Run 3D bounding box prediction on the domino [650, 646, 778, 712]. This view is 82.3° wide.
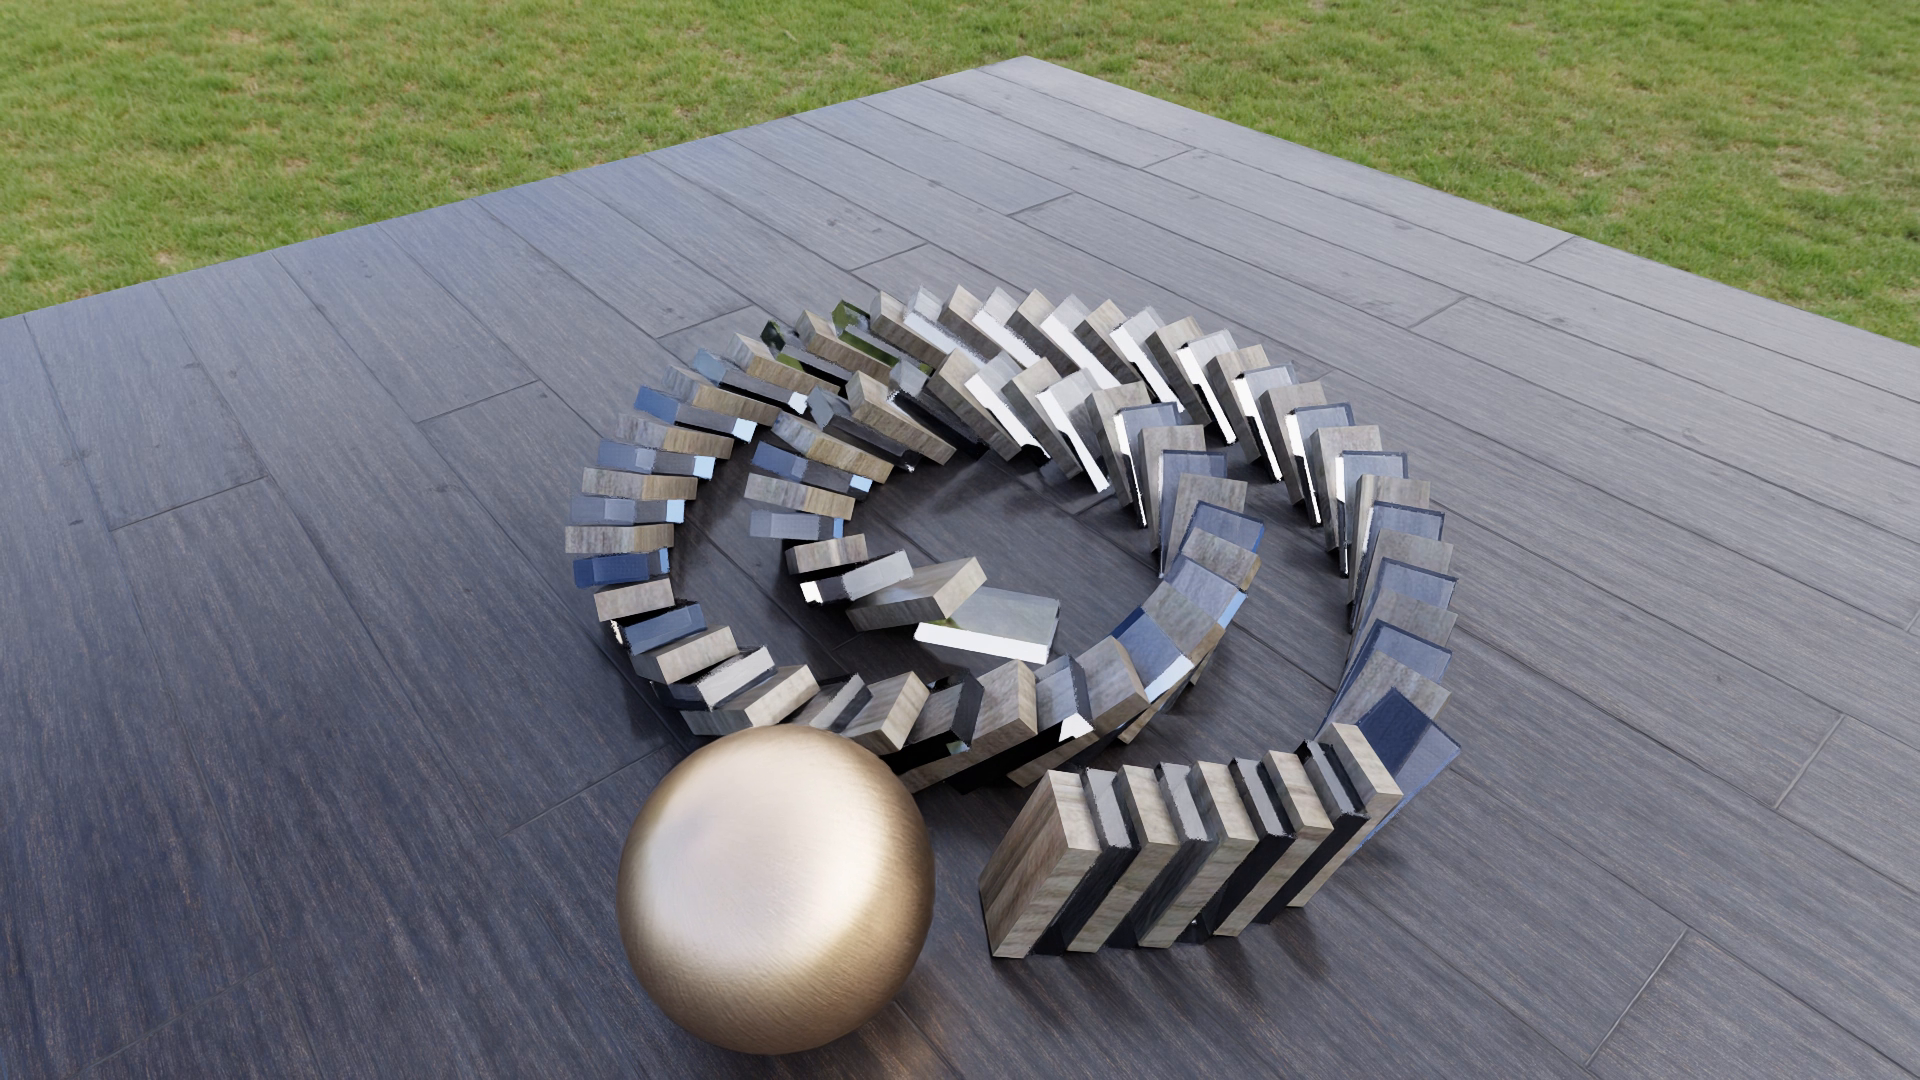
[{"bbox_3d":[-0.083,0.046,0.365,0.025,0.010,0.050,-30,11,-31],"label":"domino"}]

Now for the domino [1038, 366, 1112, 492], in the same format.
[{"bbox_3d":[0.058,-0.048,0.479,0.025,0.010,0.050,-30,87,-31],"label":"domino"}]

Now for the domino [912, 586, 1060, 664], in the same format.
[{"bbox_3d":[0.010,0.030,0.407,0.050,0.009,0.025,10,40,11],"label":"domino"}]

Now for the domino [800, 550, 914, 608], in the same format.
[{"bbox_3d":[-0.038,0.015,0.402,0.025,0.009,0.050,-22,4,-25],"label":"domino"}]

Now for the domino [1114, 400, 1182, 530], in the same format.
[{"bbox_3d":[0.082,-0.031,0.459,0.025,0.009,0.050,-9,79,-11],"label":"domino"}]

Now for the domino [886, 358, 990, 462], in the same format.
[{"bbox_3d":[-0.009,-0.058,0.491,0.050,0.010,0.025,32,32,-24],"label":"domino"}]

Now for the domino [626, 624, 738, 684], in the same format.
[{"bbox_3d":[-0.095,0.038,0.375,0.025,0.010,0.050,-24,8,-26],"label":"domino"}]

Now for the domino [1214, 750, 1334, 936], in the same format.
[{"bbox_3d":[0.082,0.085,0.307,0.009,0.050,0.025,12,35,-20],"label":"domino"}]

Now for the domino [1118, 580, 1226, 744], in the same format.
[{"bbox_3d":[0.063,0.041,0.371,0.050,0.010,0.025,-50,51,2],"label":"domino"}]

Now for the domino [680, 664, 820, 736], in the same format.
[{"bbox_3d":[-0.069,0.052,0.357,0.025,0.010,0.050,-36,14,-35],"label":"domino"}]

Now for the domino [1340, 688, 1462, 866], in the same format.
[{"bbox_3d":[0.123,0.072,0.332,0.050,0.009,0.025,-44,59,2],"label":"domino"}]

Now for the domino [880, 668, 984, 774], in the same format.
[{"bbox_3d":[-0.017,0.060,0.348,0.050,0.009,0.025,-25,29,30],"label":"domino"}]

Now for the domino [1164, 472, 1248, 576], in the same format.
[{"bbox_3d":[0.093,0.001,0.419,0.025,0.009,0.050,9,80,11],"label":"domino"}]

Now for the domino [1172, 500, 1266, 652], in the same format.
[{"bbox_3d":[0.091,0.013,0.405,0.025,0.010,0.050,20,82,22],"label":"domino"}]

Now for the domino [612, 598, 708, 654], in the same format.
[{"bbox_3d":[-0.106,0.030,0.385,0.025,0.010,0.050,-19,6,-22],"label":"domino"}]

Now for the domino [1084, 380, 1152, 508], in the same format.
[{"bbox_3d":[0.074,-0.041,0.470,0.025,0.009,0.050,-15,81,-18],"label":"domino"}]

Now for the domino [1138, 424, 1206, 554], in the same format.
[{"bbox_3d":[0.088,-0.021,0.446,0.025,0.010,0.050,-3,78,-4],"label":"domino"}]

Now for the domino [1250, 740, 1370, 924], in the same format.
[{"bbox_3d":[0.092,0.083,0.310,0.009,0.050,0.025,13,35,-21],"label":"domino"}]

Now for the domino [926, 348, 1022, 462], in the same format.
[{"bbox_3d":[0.010,-0.061,0.494,0.050,0.010,0.025,42,40,-13],"label":"domino"}]

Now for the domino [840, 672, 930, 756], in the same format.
[{"bbox_3d":[-0.035,0.059,0.348,0.050,0.009,0.025,-22,25,37],"label":"domino"}]

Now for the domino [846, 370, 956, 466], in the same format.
[{"bbox_3d":[-0.026,-0.054,0.486,0.050,0.009,0.025,27,28,-31],"label":"domino"}]

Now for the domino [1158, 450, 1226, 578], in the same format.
[{"bbox_3d":[0.091,-0.010,0.433,0.025,0.009,0.050,2,77,3],"label":"domino"}]

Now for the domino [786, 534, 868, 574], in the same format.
[{"bbox_3d":[-0.051,0.006,0.412,0.025,0.010,0.050,-11,0,-13],"label":"domino"}]

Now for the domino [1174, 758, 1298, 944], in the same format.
[{"bbox_3d":[0.072,0.087,0.305,0.009,0.050,0.025,12,35,-20],"label":"domino"}]

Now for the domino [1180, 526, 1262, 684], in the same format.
[{"bbox_3d":[0.084,0.023,0.392,0.025,0.009,0.050,27,85,29],"label":"domino"}]

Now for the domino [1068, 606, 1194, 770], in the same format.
[{"bbox_3d":[0.050,0.048,0.361,0.050,0.009,0.025,-45,45,8],"label":"domino"}]

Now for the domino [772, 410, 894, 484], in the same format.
[{"bbox_3d":[-0.054,-0.039,0.467,0.025,0.009,0.050,36,11,36],"label":"domino"}]

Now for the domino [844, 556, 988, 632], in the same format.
[{"bbox_3d":[-0.017,0.020,0.398,0.050,0.009,0.025,-12,23,46],"label":"domino"}]

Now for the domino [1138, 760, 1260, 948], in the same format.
[{"bbox_3d":[0.062,0.088,0.305,0.009,0.050,0.025,12,35,-20],"label":"domino"}]

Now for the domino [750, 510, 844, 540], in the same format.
[{"bbox_3d":[-0.062,-0.005,0.426,0.025,0.010,0.050,3,-1,4],"label":"domino"}]

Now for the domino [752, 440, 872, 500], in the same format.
[{"bbox_3d":[-0.060,-0.028,0.454,0.025,0.009,0.050,23,4,26],"label":"domino"}]

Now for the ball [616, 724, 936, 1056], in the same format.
[{"bbox_3d":[-0.046,0.087,0.281,0.080,0.080,0.080,0,39,0],"label":"ball"}]

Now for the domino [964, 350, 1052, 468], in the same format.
[{"bbox_3d":[0.027,-0.059,0.492,0.050,0.010,0.025,48,48,-6],"label":"domino"}]

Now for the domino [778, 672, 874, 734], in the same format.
[{"bbox_3d":[-0.053,0.057,0.351,0.050,0.009,0.025,-17,21,45],"label":"domino"}]

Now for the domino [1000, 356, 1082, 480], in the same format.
[{"bbox_3d":[0.043,-0.054,0.486,0.025,0.010,0.050,-38,92,-37],"label":"domino"}]

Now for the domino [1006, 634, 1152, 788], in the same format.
[{"bbox_3d":[0.034,0.055,0.353,0.050,0.010,0.025,-36,39,16],"label":"domino"}]

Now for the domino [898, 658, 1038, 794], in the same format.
[{"bbox_3d":[0.001,0.059,0.349,0.050,0.010,0.025,-30,32,24],"label":"domino"}]

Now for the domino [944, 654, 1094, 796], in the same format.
[{"bbox_3d":[0.018,0.059,0.349,0.050,0.010,0.025,-32,34,21],"label":"domino"}]

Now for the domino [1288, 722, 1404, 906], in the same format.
[{"bbox_3d":[0.102,0.079,0.315,0.010,0.050,0.025,11,34,-24],"label":"domino"}]

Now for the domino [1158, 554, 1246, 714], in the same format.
[{"bbox_3d":[0.074,0.032,0.381,0.025,0.010,0.050,33,87,34],"label":"domino"}]

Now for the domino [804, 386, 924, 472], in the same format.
[{"bbox_3d":[-0.042,-0.048,0.479,0.050,0.010,0.025,23,22,-39],"label":"domino"}]

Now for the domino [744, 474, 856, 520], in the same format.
[{"bbox_3d":[-0.063,-0.017,0.440,0.025,0.009,0.050,13,0,15],"label":"domino"}]
